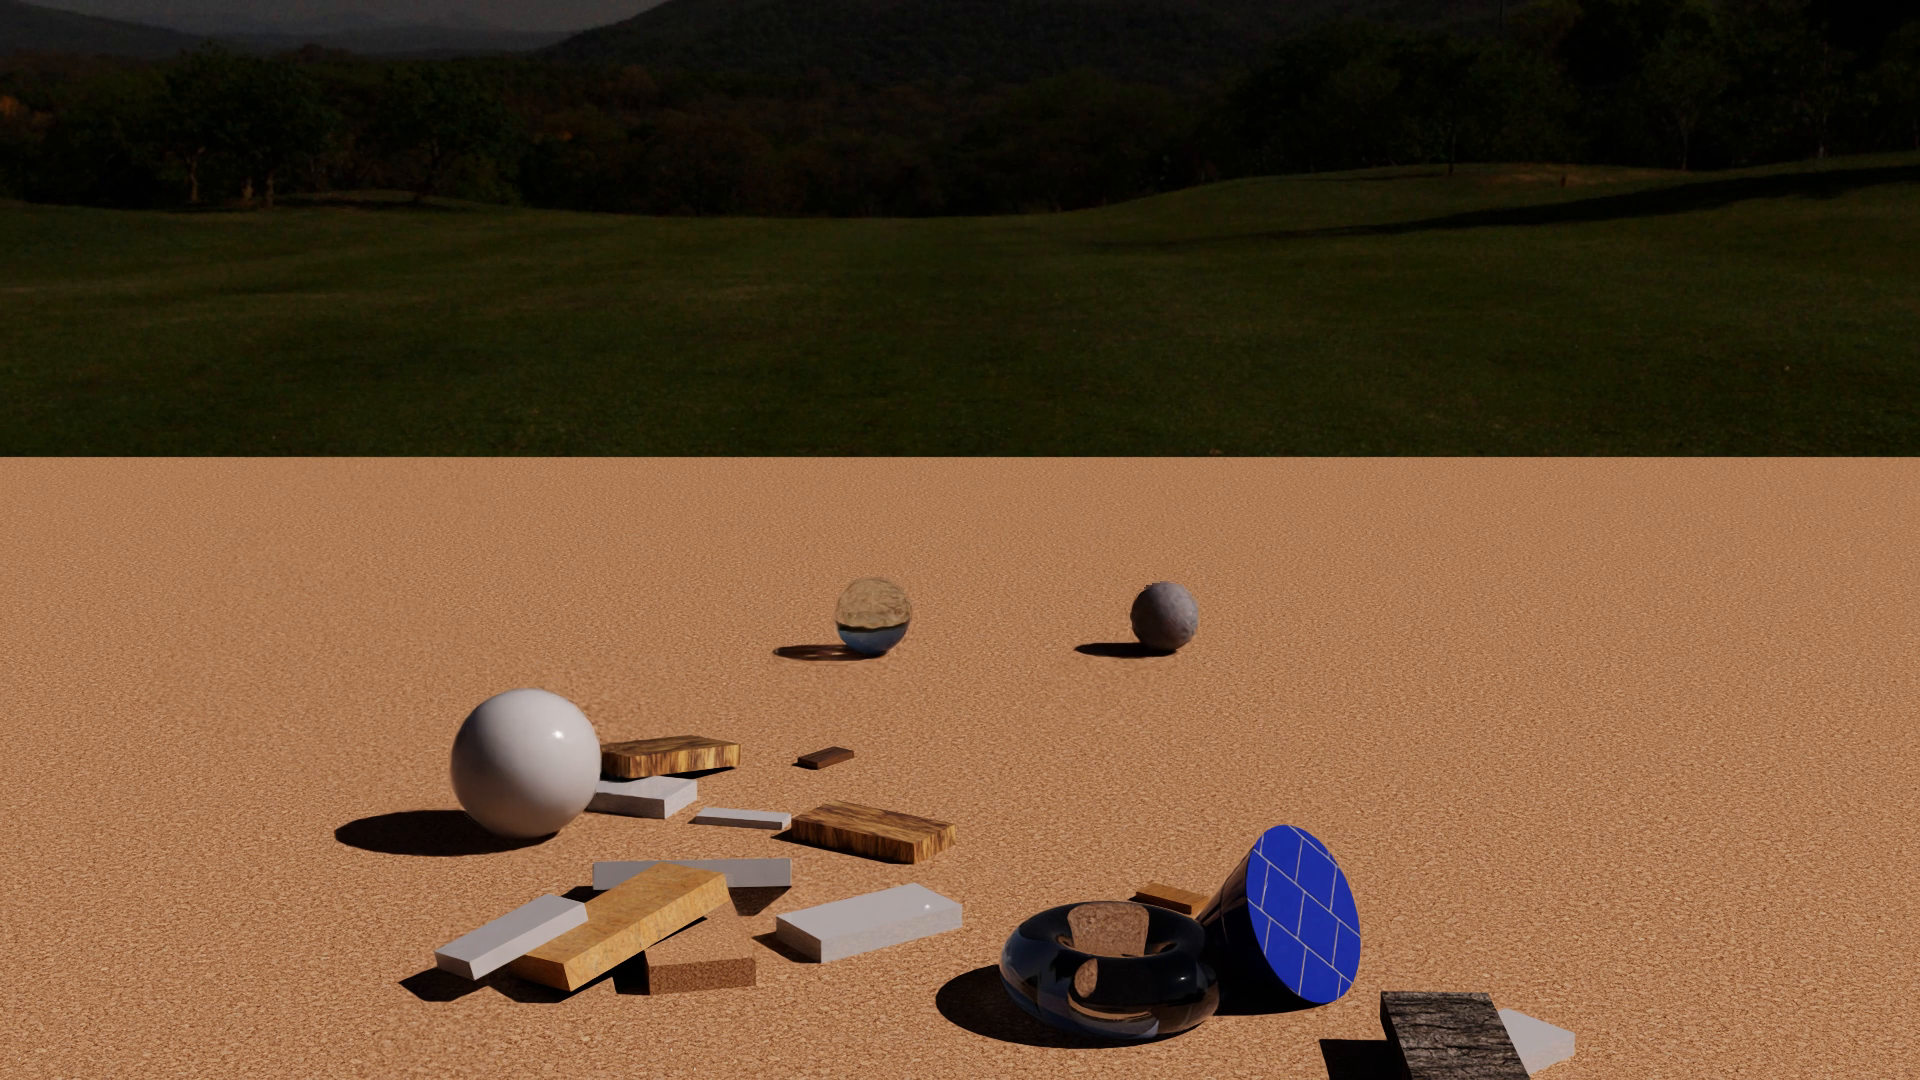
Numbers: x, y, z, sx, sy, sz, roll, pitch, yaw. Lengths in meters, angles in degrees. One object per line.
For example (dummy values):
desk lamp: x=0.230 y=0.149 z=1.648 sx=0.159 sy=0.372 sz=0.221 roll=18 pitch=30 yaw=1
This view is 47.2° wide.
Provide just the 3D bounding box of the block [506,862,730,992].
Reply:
block: x=-0.522 y=0.586 z=3.359 sx=0.158 sy=0.045 sz=0.316 roll=1 pitch=19 yaw=44

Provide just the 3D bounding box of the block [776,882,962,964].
block: x=-0.143 y=0.605 z=3.485 sx=0.266 sy=0.038 sz=0.133 roll=-8 pitch=13 yaw=-35

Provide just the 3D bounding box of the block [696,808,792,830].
block: x=-0.398 y=0.512 z=4.045 sx=0.166 sy=0.015 sz=0.054 roll=2 pitch=11 yaw=13

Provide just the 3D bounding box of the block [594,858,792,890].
block: x=-0.436 y=0.550 z=3.621 sx=0.316 sy=0.045 sz=0.158 roll=-1 pitch=-9 yaw=-3

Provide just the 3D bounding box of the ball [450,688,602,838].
ball: x=-0.780 y=0.400 z=3.953 sx=0.269 sy=0.269 sz=0.269 roll=0 pitch=11 yaw=0

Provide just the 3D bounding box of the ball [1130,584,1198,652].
ball: x=0.500 y=0.189 z=5.370 sx=0.167 sy=0.167 sz=0.167 roll=0 pitch=11 yaw=0

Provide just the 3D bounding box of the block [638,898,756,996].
block: x=-0.418 y=0.617 z=3.402 sx=0.158 sy=0.045 sz=0.316 roll=-3 pitch=11 yaw=-14

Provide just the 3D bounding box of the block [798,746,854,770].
block: x=-0.270 y=0.440 z=4.437 sx=0.054 sy=0.015 sz=0.109 roll=8 pitch=13 yaw=38

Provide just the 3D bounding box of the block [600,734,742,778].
block: x=-0.587 y=0.424 z=4.321 sx=0.148 sy=0.042 sz=0.295 roll=5 pitch=4 yaw=39

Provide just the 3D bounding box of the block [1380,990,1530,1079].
block: x=0.652 y=0.676 z=2.916 sx=0.148 sy=0.042 sz=0.295 roll=0 pitch=11 yaw=3

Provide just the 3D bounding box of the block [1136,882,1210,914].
block: x=0.351 y=0.591 z=3.623 sx=0.109 sy=0.015 sz=0.054 roll=8 pitch=13 yaw=38

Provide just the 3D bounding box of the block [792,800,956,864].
block: x=-0.155 y=0.521 z=3.935 sx=0.265 sy=0.038 sz=0.133 roll=7 pitch=12 yaw=32

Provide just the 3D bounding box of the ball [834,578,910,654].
ball: x=-0.213 y=0.185 z=5.344 sx=0.185 sy=0.185 sz=0.185 roll=0 pitch=11 yaw=0

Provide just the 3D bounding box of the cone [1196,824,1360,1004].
cone: x=0.416 y=0.594 z=3.323 sx=0.266 sy=0.266 sz=0.266 roll=-26 pitch=-9 yaw=40

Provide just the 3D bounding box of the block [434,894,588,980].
block: x=-0.674 y=0.594 z=3.304 sx=0.206 sy=0.029 sz=0.103 roll=-24 pitch=17 yaw=-40

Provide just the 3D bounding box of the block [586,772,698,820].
block: x=-0.648 y=0.478 z=4.168 sx=0.266 sy=0.038 sz=0.133 roll=4 pitch=11 yaw=20

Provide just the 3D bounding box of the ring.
ring: x=0.226 y=0.621 z=3.198 sx=0.339 sy=0.113 sz=0.339 roll=1 pitch=11 yaw=0

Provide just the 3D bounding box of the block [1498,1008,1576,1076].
block: x=0.720 y=0.699 z=2.995 sx=0.230 sy=0.033 sz=0.115 roll=-9 pitch=14 yaw=-39
